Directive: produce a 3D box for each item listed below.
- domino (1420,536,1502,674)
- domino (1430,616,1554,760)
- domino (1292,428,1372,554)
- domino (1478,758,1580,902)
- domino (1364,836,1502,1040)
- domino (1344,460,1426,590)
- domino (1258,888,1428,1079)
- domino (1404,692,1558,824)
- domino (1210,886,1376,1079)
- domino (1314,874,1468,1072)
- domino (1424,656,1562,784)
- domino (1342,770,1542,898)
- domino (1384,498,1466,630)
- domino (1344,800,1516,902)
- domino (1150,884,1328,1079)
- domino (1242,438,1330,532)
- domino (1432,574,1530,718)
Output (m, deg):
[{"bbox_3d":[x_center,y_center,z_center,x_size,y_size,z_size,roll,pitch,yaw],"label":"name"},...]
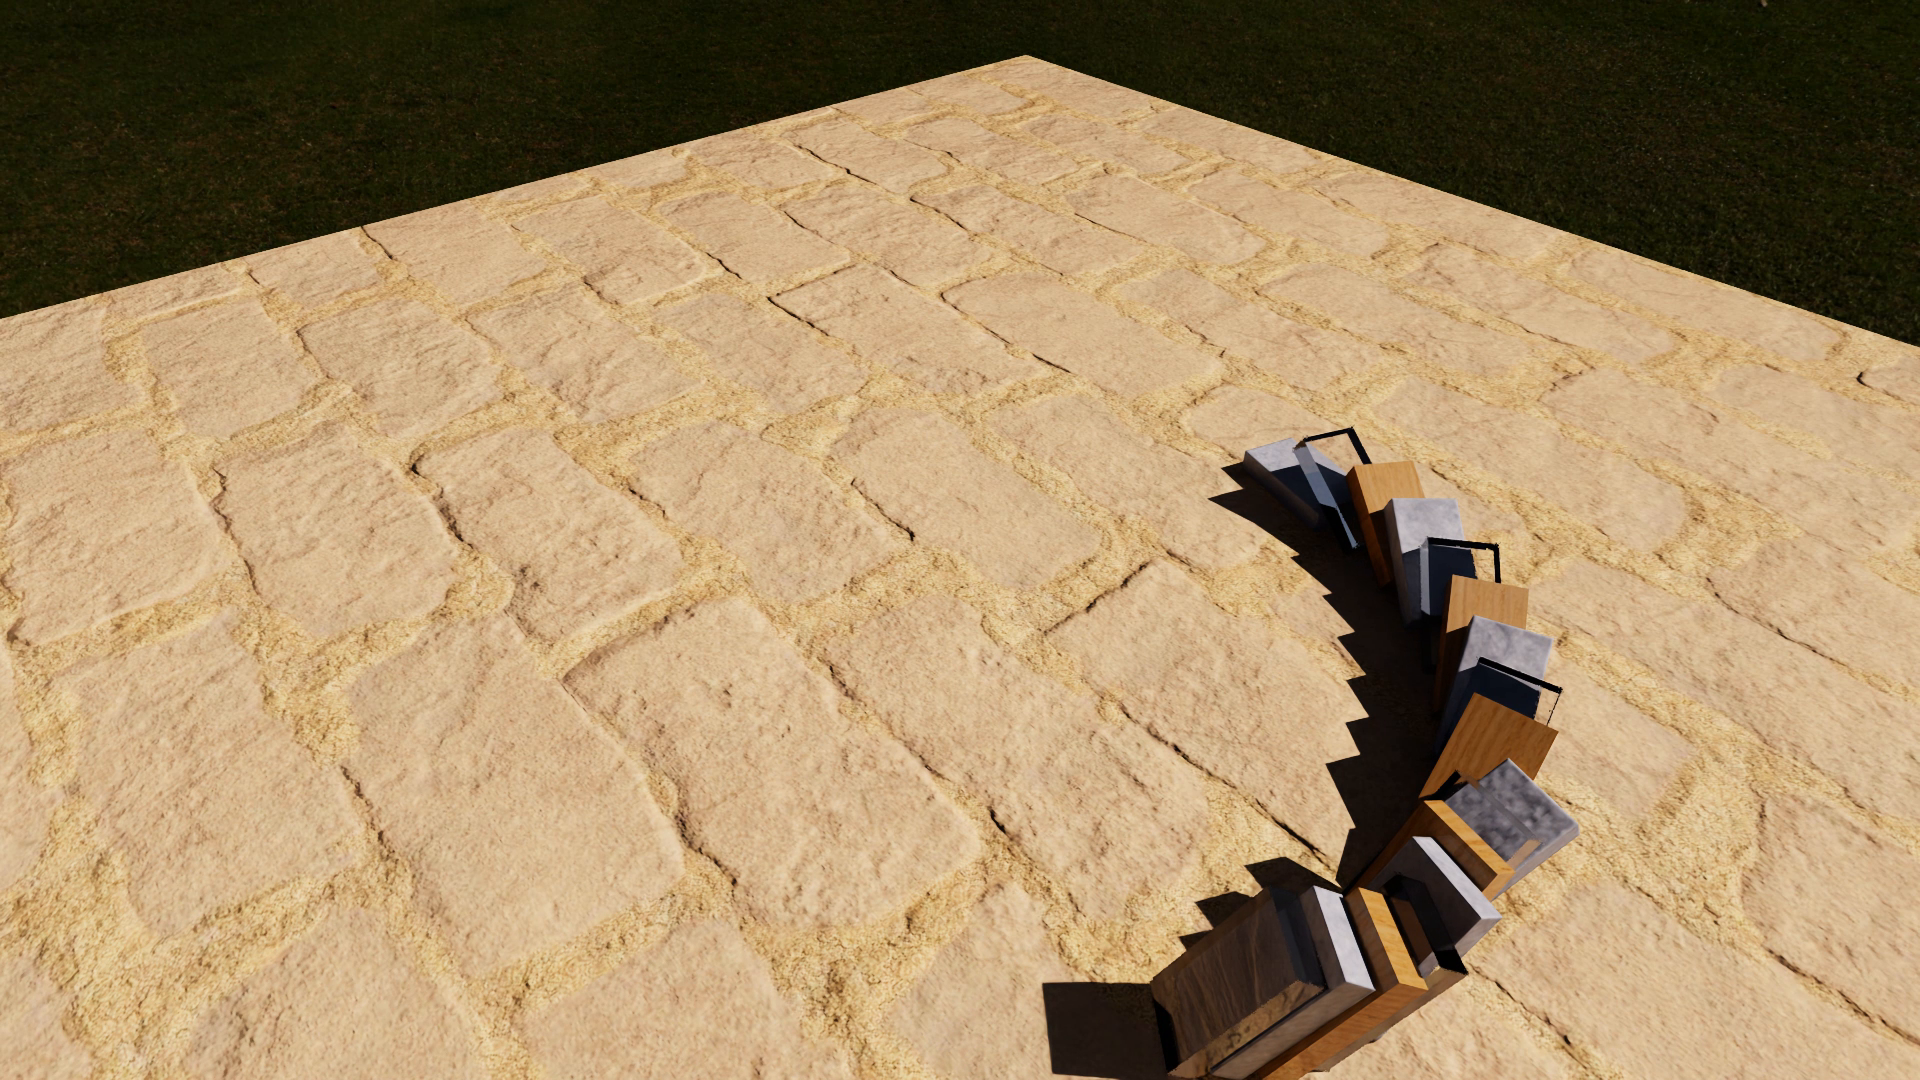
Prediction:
[{"bbox_3d":[0.181,0.025,0.397,0.025,0.010,0.050,6,65,8],"label":"domino"},{"bbox_3d":[0.175,0.052,0.362,0.025,0.009,0.050,18,71,20],"label":"domino"},{"bbox_3d":[0.160,-0.021,0.451,0.025,0.010,0.050,-13,68,-17],"label":"domino"},{"bbox_3d":[0.147,0.089,0.315,0.050,0.009,0.025,-39,47,3],"label":"domino"},{"bbox_3d":[0.113,0.104,0.286,0.010,0.050,0.025,12,30,-34],"label":"domino"},{"bbox_3d":[0.173,-0.006,0.434,0.025,0.010,0.050,-5,66,-7],"label":"domino"},{"bbox_3d":[0.091,0.112,0.276,0.010,0.050,0.025,21,34,-22],"label":"domino"},{"bbox_3d":[0.156,0.074,0.333,0.025,0.009,0.050,27,79,29],"label":"domino"},{"bbox_3d":[0.079,0.112,0.276,0.009,0.050,0.025,22,34,-20],"label":"domino"},{"bbox_3d":[0.102,0.110,0.279,0.009,0.050,0.025,21,34,-22],"label":"domino"},{"bbox_3d":[0.167,0.065,0.346,0.025,0.009,0.050,23,74,26],"label":"domino"},{"bbox_3d":[0.131,0.091,0.304,0.009,0.050,0.025,19,23,-41],"label":"domino"},{"bbox_3d":[0.178,0.009,0.416,0.025,0.010,0.050,0,65,0],"label":"domino"},{"bbox_3d":[0.121,0.097,0.294,0.009,0.050,0.025,9,29,-37],"label":"domino"},{"bbox_3d":[0.068,0.112,0.277,0.009,0.050,0.025,22,34,-20],"label":"domino"},{"bbox_3d":[0.147,-0.025,0.473,0.025,0.010,0.050,-16,42,-19],"label":"domino"},{"bbox_3d":[0.179,0.039,0.379,0.025,0.009,0.050,11,67,13],"label":"domino"}]
